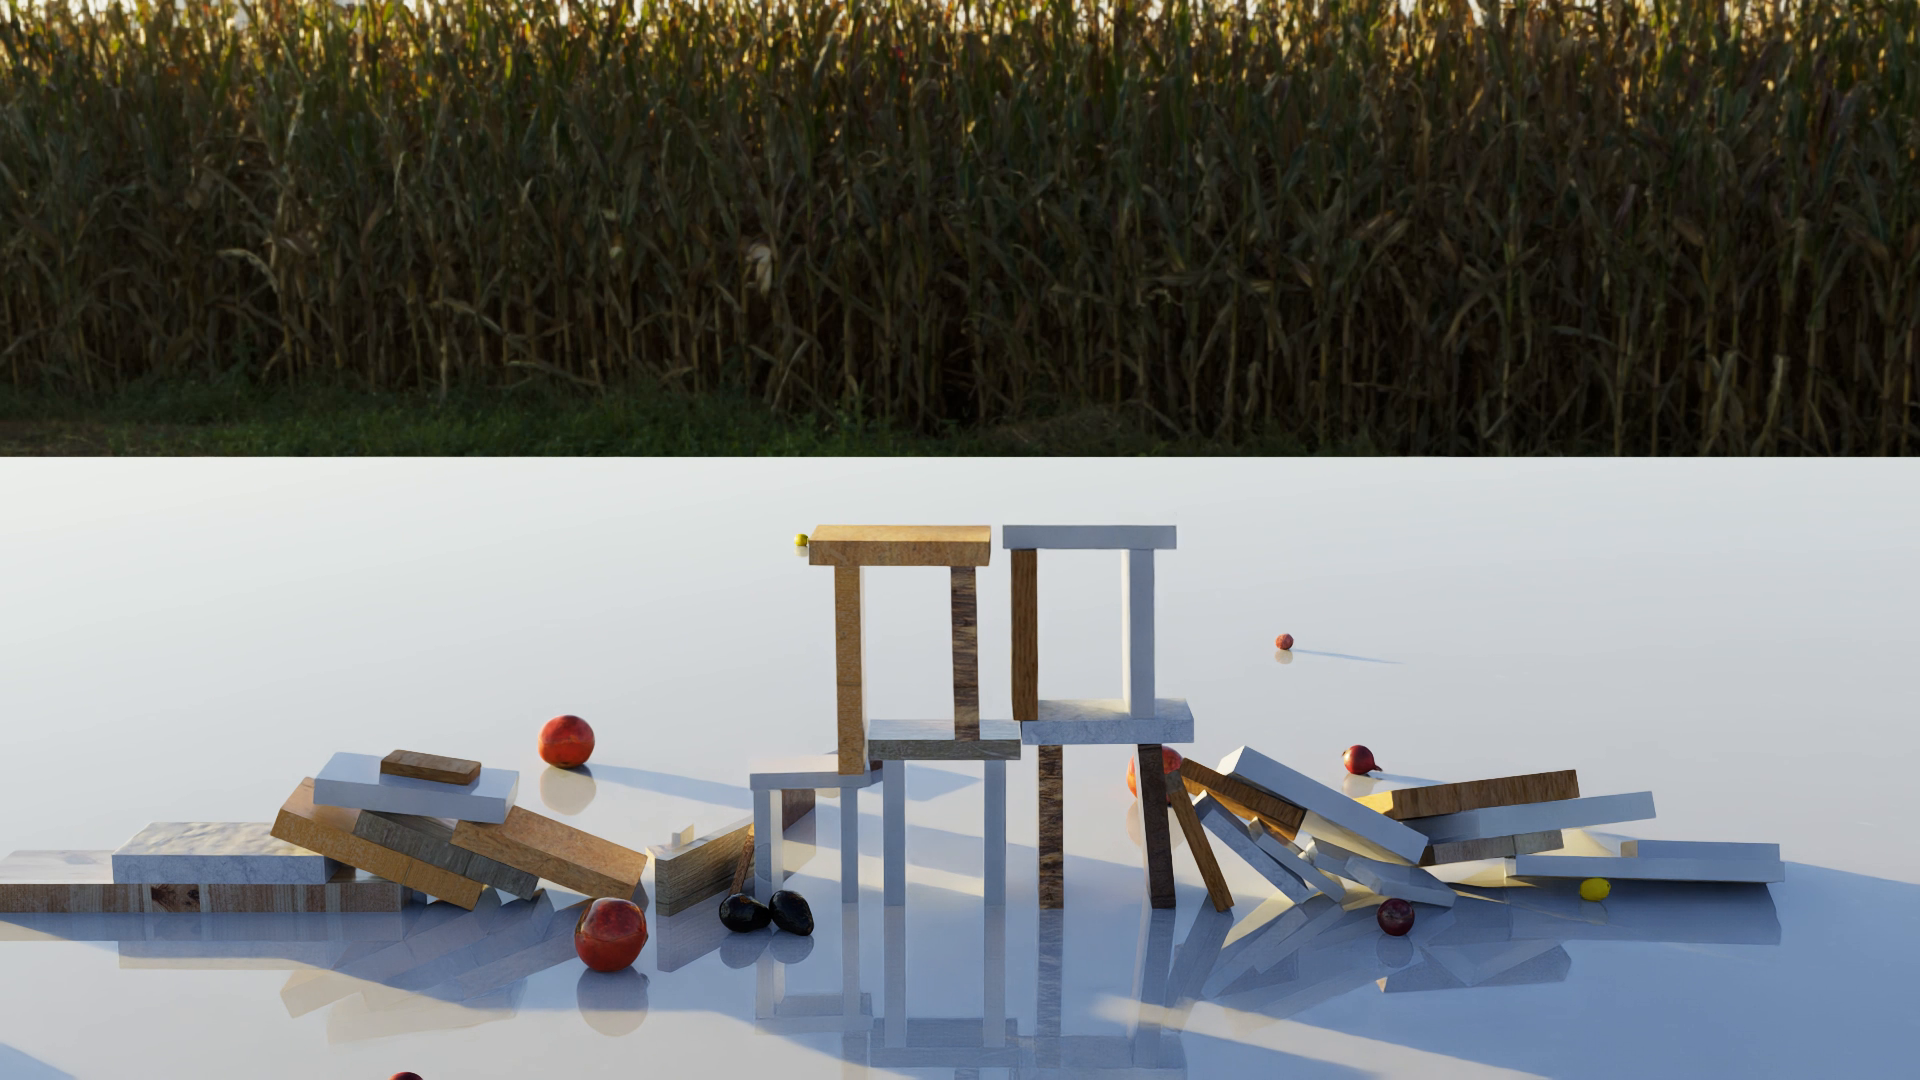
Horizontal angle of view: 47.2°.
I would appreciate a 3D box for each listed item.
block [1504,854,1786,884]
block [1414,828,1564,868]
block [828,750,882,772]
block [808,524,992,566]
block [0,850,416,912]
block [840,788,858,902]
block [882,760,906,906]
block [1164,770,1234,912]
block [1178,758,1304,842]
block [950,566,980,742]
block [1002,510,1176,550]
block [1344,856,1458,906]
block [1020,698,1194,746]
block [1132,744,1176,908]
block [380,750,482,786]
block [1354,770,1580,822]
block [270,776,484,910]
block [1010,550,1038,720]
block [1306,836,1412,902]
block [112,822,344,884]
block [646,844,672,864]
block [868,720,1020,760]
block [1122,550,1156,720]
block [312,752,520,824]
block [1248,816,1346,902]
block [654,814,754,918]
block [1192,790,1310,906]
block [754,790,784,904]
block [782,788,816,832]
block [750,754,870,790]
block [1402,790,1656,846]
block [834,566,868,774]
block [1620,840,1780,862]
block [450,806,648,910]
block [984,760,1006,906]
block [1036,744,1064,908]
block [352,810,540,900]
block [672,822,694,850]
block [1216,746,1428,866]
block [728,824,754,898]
[{"bbox_3d":[1.141,0.551,3.680,0.433,0.033,0.117,1,-10,5],"label":"block"},{"bbox_3d":[0.886,0.524,3.723,0.235,0.033,0.117,-5,-11,-14],"label":"block"},{"bbox_3d":[-0.228,0.445,4.375,0.095,0.027,0.191,8,13,38],"label":"block"},{"bbox_3d":[-0.095,0.008,3.567,0.287,0.041,0.144,0,11,2],"label":"block"},{"bbox_3d":[-1.258,0.566,3.662,0.695,0.049,0.173,0,11,0],"label":"block"},{"bbox_3d":[-0.184,0.492,3.656,0.028,0.197,0.099,-1,11,-4],"label":"block"},{"bbox_3d":[-0.108,0.468,3.650,0.035,0.248,0.124,0,11,0],"label":"block"},{"bbox_3d":[0.390,0.493,3.614,0.031,0.216,0.108,-23,10,3],"label":"block"},{"bbox_3d":[0.471,0.437,3.703,0.216,0.031,0.108,24,-15,14],"label":"block"},{"bbox_3d":[0.008,0.170,3.592,0.041,0.287,0.144,-1,11,0],"label":"block"},{"bbox_3d":[0.212,-0.017,3.571,0.277,0.039,0.139,0,11,4],"label":"block"},{"bbox_3d":[0.720,0.557,3.586,0.174,0.025,0.087,14,13,-34],"label":"block"},{"bbox_3d":[0.238,0.297,3.611,0.277,0.039,0.139,-1,11,0],"label":"block"},{"bbox_3d":[0.320,0.453,3.639,0.039,0.277,0.139,-6,10,1],"label":"block"},{"bbox_3d":[-0.874,0.376,3.634,0.147,0.021,0.073,8,10,4],"label":"block"},{"bbox_3d":[0.862,0.442,3.758,0.339,0.048,0.170,-5,-11,-14],"label":"block"},{"bbox_3d":[-0.948,0.501,3.646,0.346,0.049,0.173,22,10,-7],"label":"block"},{"bbox_3d":[0.105,0.142,3.588,0.039,0.277,0.139,-1,11,0],"label":"block"},{"bbox_3d":[0.667,0.548,3.661,0.174,0.025,0.087,21,10,-2],"label":"block"},{"bbox_3d":[-1.201,0.519,3.651,0.346,0.049,0.173,0,11,1],"label":"block"},{"bbox_3d":[-0.503,0.553,3.822,0.057,0.016,0.113,-5,11,-23],"label":"block"},{"bbox_3d":[-0.026,0.329,3.624,0.248,0.035,0.124,0,11,0],"label":"block"},{"bbox_3d":[0.291,0.140,3.589,0.039,0.277,0.139,-1,11,-1],"label":"block"},{"bbox_3d":[-0.893,0.408,3.626,0.306,0.043,0.153,7,10,-4],"label":"block"},{"bbox_3d":[0.559,0.530,3.654,0.174,0.025,0.087,36,8,-7],"label":"block"},{"bbox_3d":[-0.410,0.540,3.678,0.027,0.095,0.286,6,12,30],"label":"block"},{"bbox_3d":[0.482,0.509,3.650,0.216,0.031,0.108,41,7,-7],"label":"block"},{"bbox_3d":[-0.318,0.494,3.648,0.028,0.197,0.099,1,11,6],"label":"block"},{"bbox_3d":[-0.314,0.471,4.050,0.027,0.095,0.191,3,11,17],"label":"block"},{"bbox_3d":[-0.249,0.382,3.631,0.197,0.028,0.099,-1,11,-6],"label":"block"},{"bbox_3d":[0.990,0.484,3.813,0.457,0.048,0.170,0,-13,-36],"label":"block"},{"bbox_3d":[-0.178,0.198,3.602,0.041,0.345,0.144,0,11,1],"label":"block"},{"bbox_3d":[1.263,0.535,3.761,0.235,0.033,0.117,1,-10,3],"label":"block"},{"bbox_3d":[-0.679,0.514,3.652,0.306,0.043,0.153,22,10,-4],"label":"block"},{"bbox_3d":[0.057,0.468,3.650,0.035,0.247,0.124,0,11,0],"label":"block"},{"bbox_3d":[0.148,0.454,3.639,0.039,0.277,0.139,-1,11,0],"label":"block"},{"bbox_3d":[-0.838,0.498,3.646,0.306,0.043,0.153,22,10,-7],"label":"block"},{"bbox_3d":[-0.461,0.533,3.663,0.016,0.113,0.057,3,11,16],"label":"block"},{"bbox_3d":[0.601,0.454,3.698,0.339,0.048,0.170,27,-15,0],"label":"block"},{"bbox_3d":[-0.358,0.534,3.660,0.016,0.113,0.057,18,11,-1],"label":"block"}]
